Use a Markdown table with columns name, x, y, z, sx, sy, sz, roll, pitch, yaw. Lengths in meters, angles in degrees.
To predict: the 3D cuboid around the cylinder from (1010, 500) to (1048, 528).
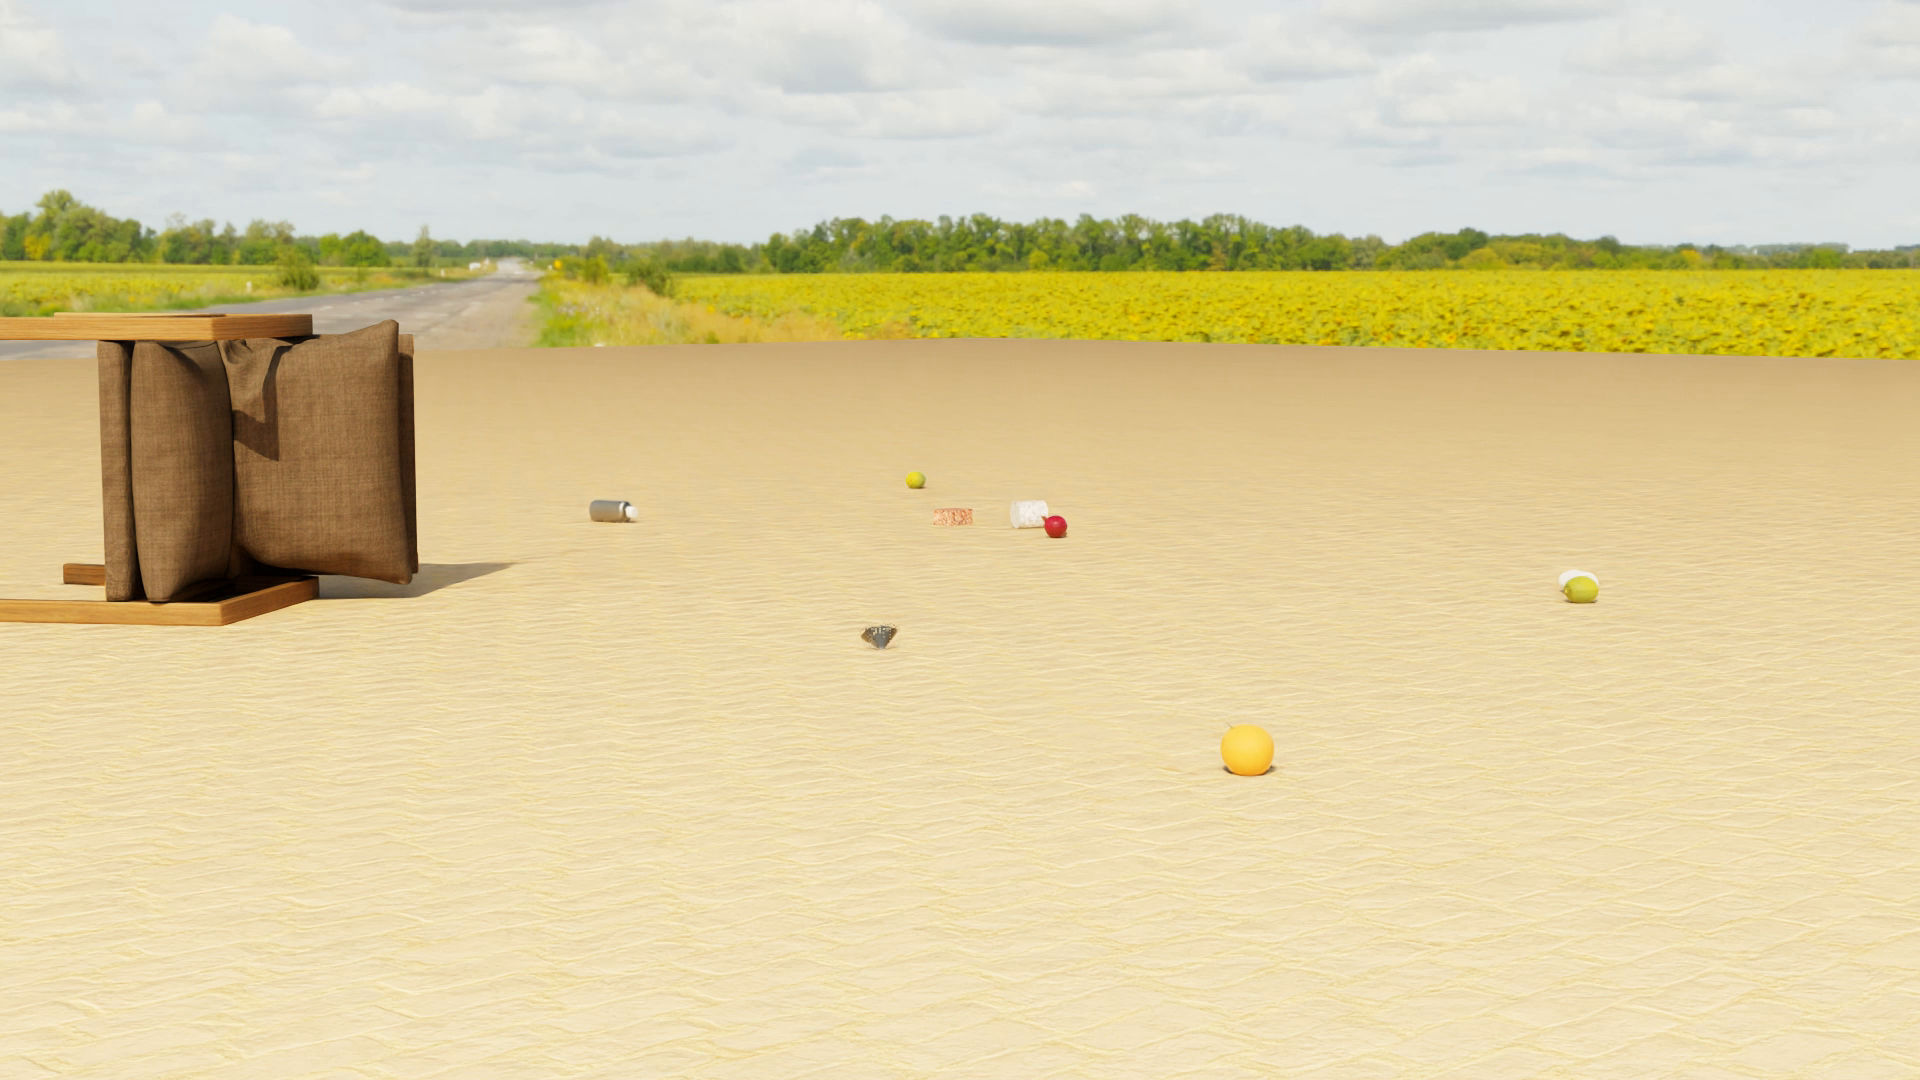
| name | x | y | z | sx | sy | sz | roll | pitch | yaw |
| --- | --- | --- | --- | --- | --- | --- | --- | --- | --- |
| cylinder | 0.181 | -0.067 | 6.713 | 0.078 | 0.068 | 0.082 | -2 | 32 | -18 |

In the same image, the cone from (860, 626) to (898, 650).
| name | x | y | z | sx | sy | sz | roll | pitch | yaw |
| --- | --- | --- | --- | --- | --- | --- | --- | --- | --- |
| cone | -0.140 | 0.183 | 4.532 | 0.068 | 0.057 | 0.035 | -3 | 46 | -8 |

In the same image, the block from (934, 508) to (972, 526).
| name | x | y | z | sx | sy | sz | roll | pitch | yaw |
| --- | --- | --- | --- | --- | --- | --- | --- | --- | --- |
| block | -0.019 | -0.061 | 6.811 | 0.064 | 0.040 | 0.085 | 5 | 8 | 42 |
